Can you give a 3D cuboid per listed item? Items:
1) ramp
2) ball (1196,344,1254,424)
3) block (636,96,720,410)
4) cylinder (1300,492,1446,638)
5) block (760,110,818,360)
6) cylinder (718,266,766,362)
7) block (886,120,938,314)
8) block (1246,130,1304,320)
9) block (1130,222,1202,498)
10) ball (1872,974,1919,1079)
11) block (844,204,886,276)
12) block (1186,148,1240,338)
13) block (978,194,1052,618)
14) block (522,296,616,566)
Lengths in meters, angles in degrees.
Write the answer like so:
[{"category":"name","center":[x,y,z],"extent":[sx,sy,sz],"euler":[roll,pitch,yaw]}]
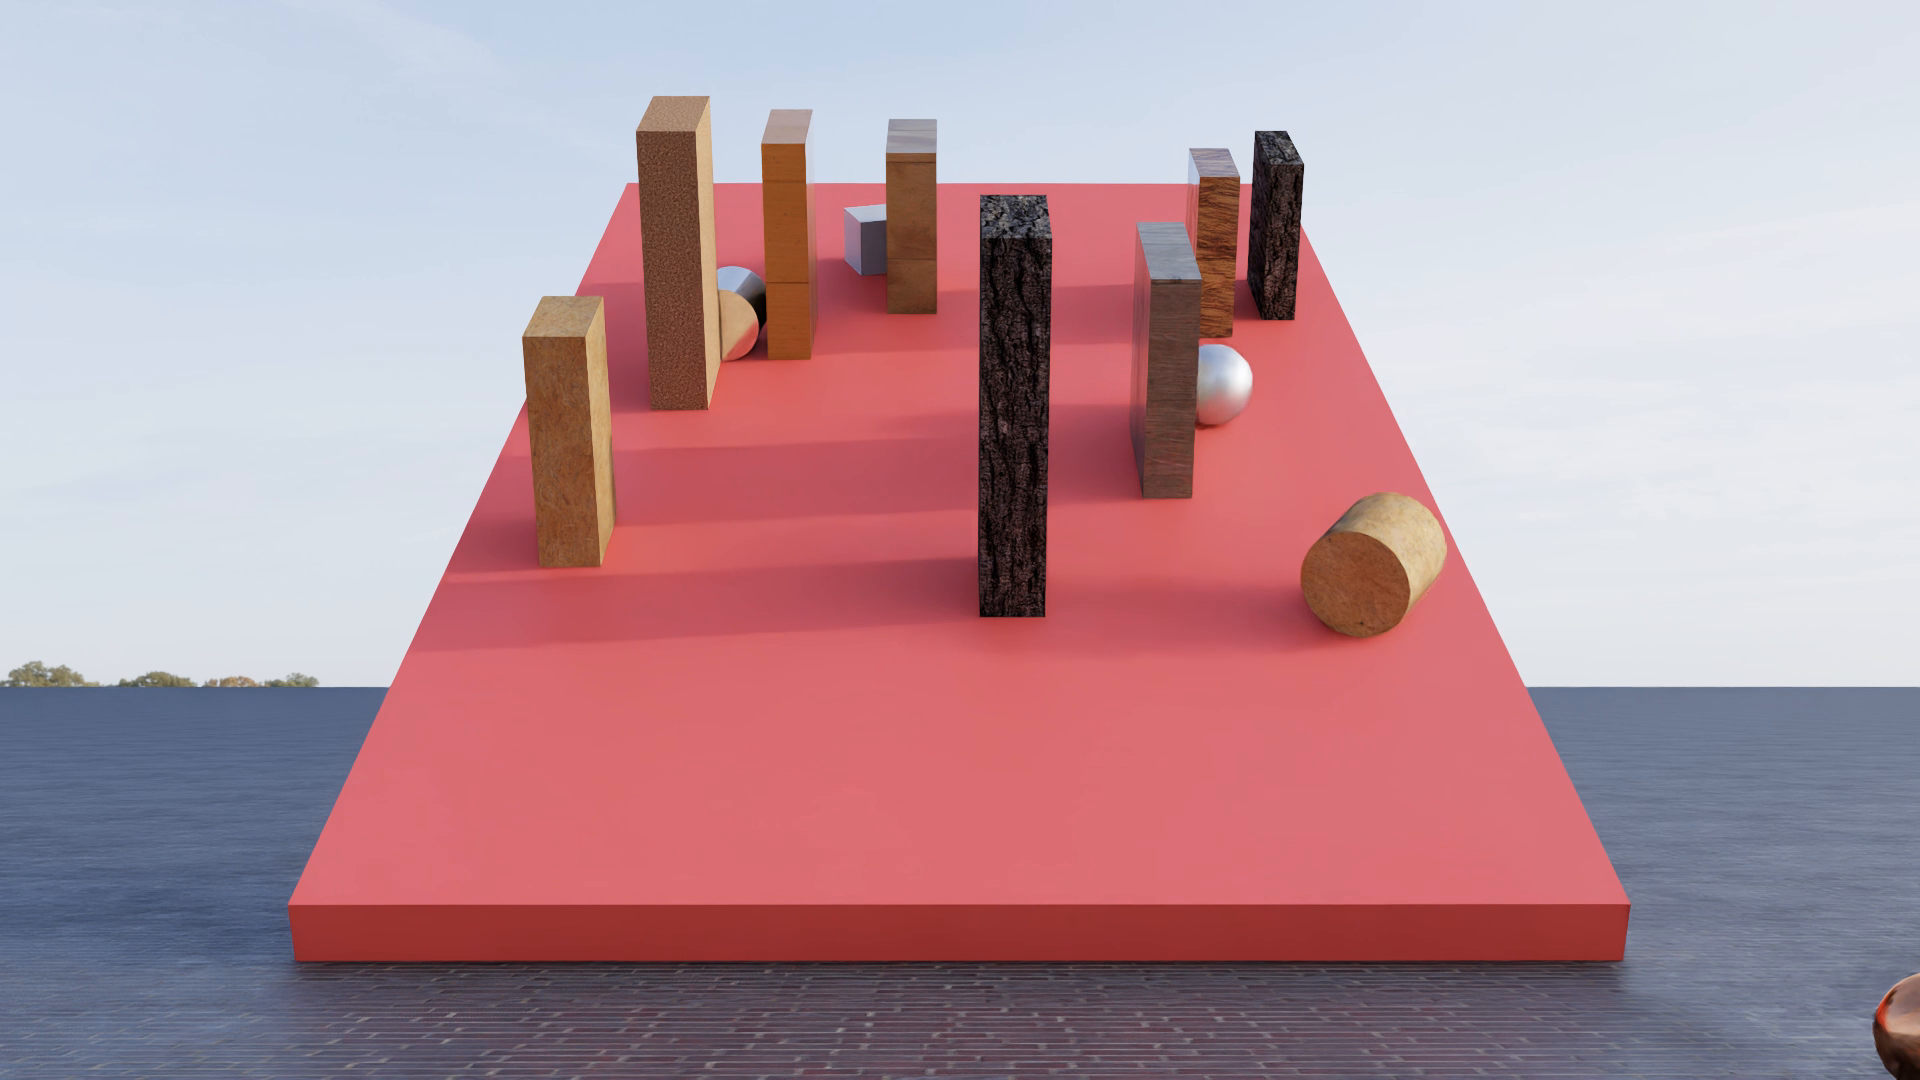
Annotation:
[{"category":"ramp","center":[-0.008,-0.228,5.312],"extent":[2.000,0.100,4.000],"euler":[0,24,0]},{"category":"ball","center":[0.570,-0.351,5.243],"extent":[0.182,0.182,0.182],"euler":[0,-3,0]},{"category":"block","center":[-0.644,-0.663,5.362],"extent":[0.131,0.650,0.331],"euler":[0,24,0]},{"category":"cylinder","center":[0.770,0.044,4.328],"extent":[0.209,0.209,0.209],"euler":[-2,20,32]},{"category":"block","center":[-0.415,-0.751,5.702],"extent":[0.104,0.534,0.335],"euler":[0,24,0]},{"category":"cylinder","center":[-0.566,-0.554,5.691],"extent":[0.183,0.183,0.183],"euler":[0,24,6]},{"category":"block","center":[-0.123,-0.843,6.048],"extent":[0.127,0.421,0.348],"euler":[0,24,0]},{"category":"block","center":[0.812,-0.815,6.009],"extent":[0.083,0.406,0.338],"euler":[0,24,0]},{"category":"block","center":[0.434,-0.389,4.965],"extent":[0.103,0.479,0.407],"euler":[0,24,0]},{"category":"ball","center":[0.993,0.501,2.359],"extent":[0.127,0.127,0.127],"euler":[0,-3,0]},{"category":"block","center":[-0.221,-0.817,6.323],"extent":[0.148,0.148,0.148],"euler":[-8,26,-18]},{"category":"block","center":[0.630,-0.749,5.854],"extent":[0.099,0.411,0.276],"euler":[0,24,0]},{"category":"block","center":[0.098,-0.247,4.333],"extent":[0.123,0.735,0.277],"euler":[0,24,0]},{"category":"block","center":[-0.763,-0.214,4.574],"extent":[0.119,0.475,0.244],"euler":[0,24,0]}]
